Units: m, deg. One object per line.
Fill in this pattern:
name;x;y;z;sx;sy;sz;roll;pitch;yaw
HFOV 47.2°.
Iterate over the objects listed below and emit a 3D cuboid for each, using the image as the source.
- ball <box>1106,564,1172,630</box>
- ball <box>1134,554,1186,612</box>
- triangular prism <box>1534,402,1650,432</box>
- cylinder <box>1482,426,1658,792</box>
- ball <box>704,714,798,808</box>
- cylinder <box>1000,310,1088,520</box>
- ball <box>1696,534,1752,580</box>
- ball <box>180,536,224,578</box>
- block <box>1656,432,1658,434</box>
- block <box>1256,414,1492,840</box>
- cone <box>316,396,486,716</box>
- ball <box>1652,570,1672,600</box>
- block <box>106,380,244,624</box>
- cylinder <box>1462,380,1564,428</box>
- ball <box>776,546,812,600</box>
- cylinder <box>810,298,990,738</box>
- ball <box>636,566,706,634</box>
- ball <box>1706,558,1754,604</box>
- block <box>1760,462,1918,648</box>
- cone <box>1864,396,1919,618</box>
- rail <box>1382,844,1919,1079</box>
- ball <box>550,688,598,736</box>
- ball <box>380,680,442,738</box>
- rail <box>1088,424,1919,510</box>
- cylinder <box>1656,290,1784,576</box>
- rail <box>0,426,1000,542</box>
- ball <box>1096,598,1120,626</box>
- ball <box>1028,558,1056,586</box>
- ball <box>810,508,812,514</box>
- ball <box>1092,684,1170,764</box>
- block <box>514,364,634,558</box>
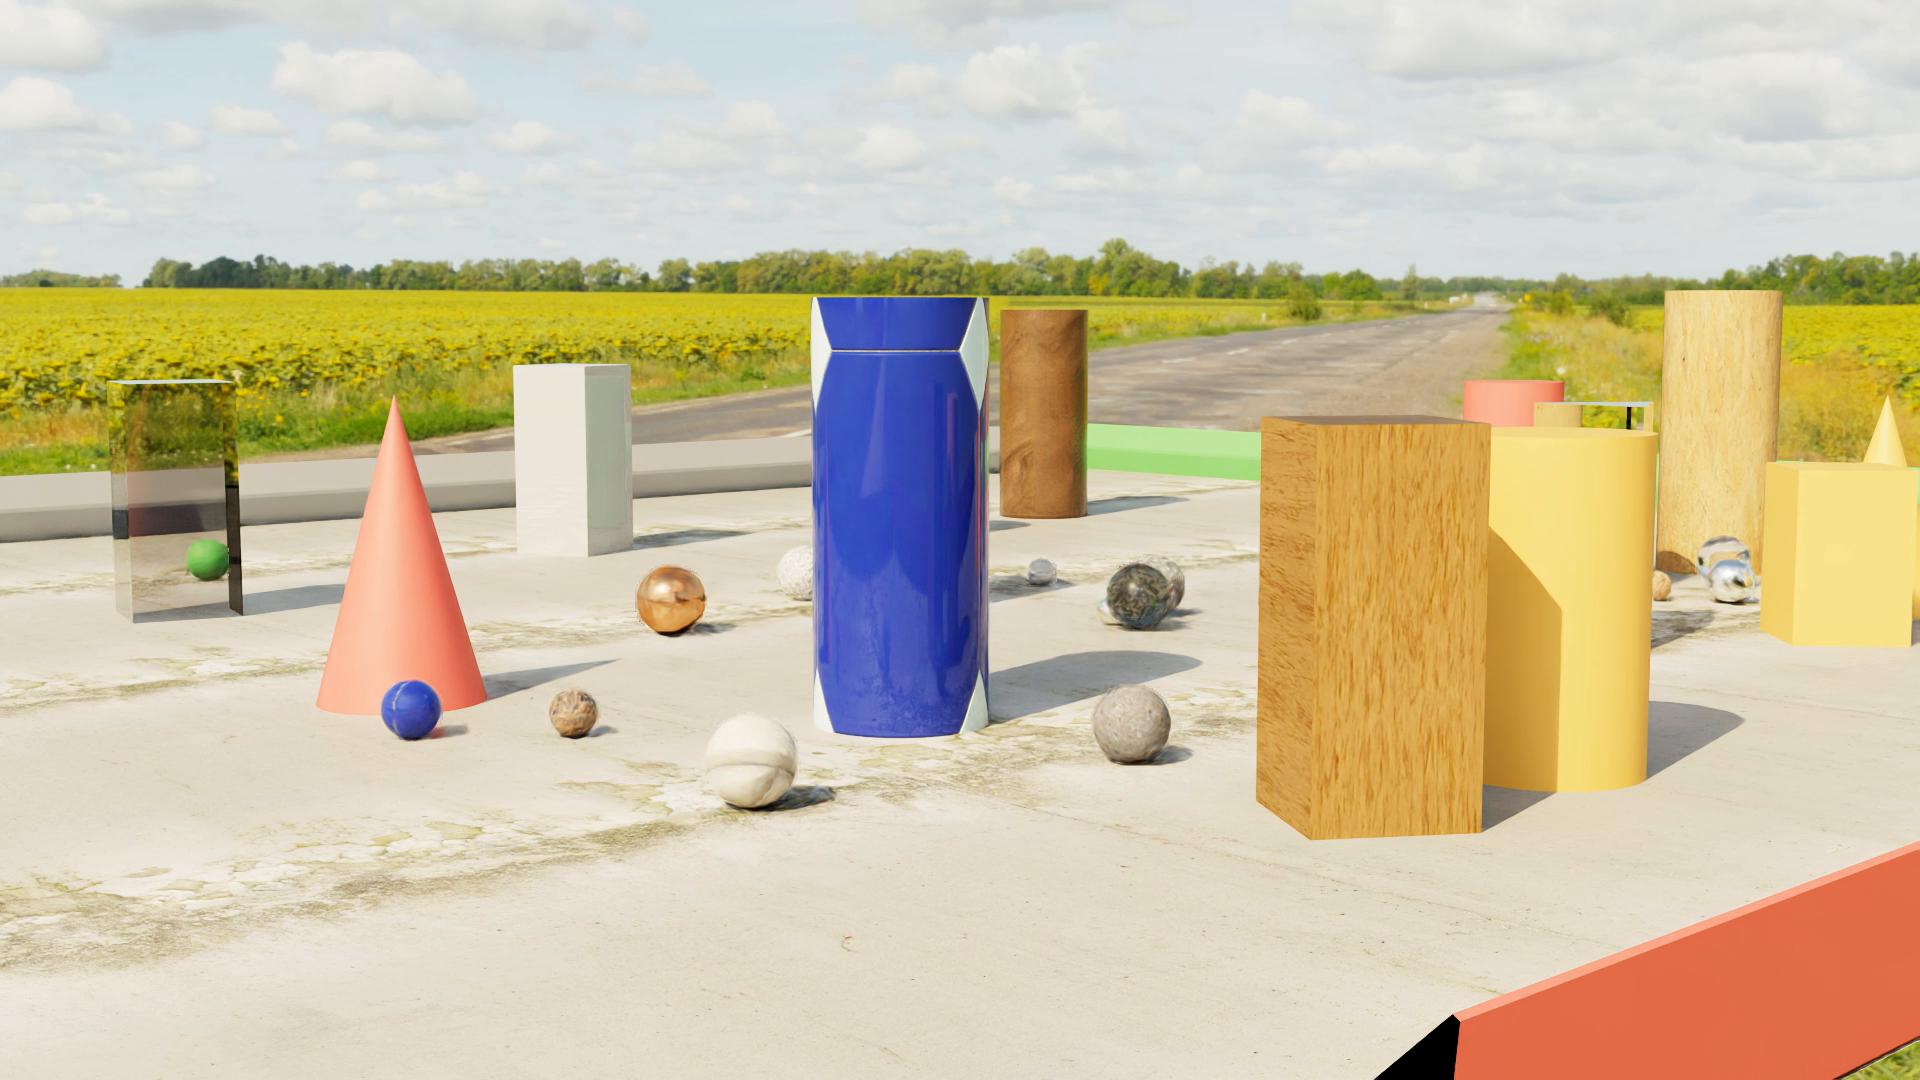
ball;0.247;0.078;3.040;0.091;0.091;0.091;0;6;0
ball;0.282;0.066;3.187;0.089;0.089;0.089;0;6;0
triangular prism;0.866;-0.021;2.909;0.142;0.320;0.164;-5;8;-39
cylinder;0.564;0.060;2.106;0.189;0.327;0.189;0;6;0
ball;-0.186;0.198;1.963;0.084;0.084;0.084;0;6;0
cylinder;0.179;-0.273;4.716;0.189;0.441;0.189;0;6;0
ball;1.222;0.033;3.517;0.084;0.084;0.084;0;6;0
ball;-1.255;0.027;3.642;0.069;0.069;0.069;0;6;0
block;0.995;-0.049;3.500;0.152;0.251;0.152;-2;6;-19
block;0.356;0.070;1.913;0.152;0.348;0.152;-1;6;-10
cone;-0.634;0.009;2.484;0.189;0.348;0.189;0;6;0
ball;1.061;0.070;3.353;0.045;0.045;0.045;0;6;0
block;-1.141;-0.061;3.195;0.152;0.338;0.152;-3;7;-29
cylinder;1.075;-0.158;4.285;0.189;0.302;0.189;0;6;0
ball;-0.238;0.051;3.353;0.083;0.083;0.083;0;6;0
cylinder;-0.063;-0.030;2.350;0.189;0.455;0.189;0;6;0
ball;-0.394;0.082;3.004;0.095;0.095;0.095;0;6;0
ball;1.164;0.061;3.322;0.069;0.069;0.069;0;6;0
block;1.181;0.017;2.963;0.152;0.233;0.152;0;6;5
cone;1.357;-0.055;3.233;0.189;0.318;0.189;0;6;0
rail;1.254;0.175;1.980;4.311;0.123;0.045;-6;8;-42
ball;-0.402;0.180;2.290;0.050;0.050;0.050;0;6;0
ball;-0.569;0.175;2.280;0.062;0.062;0.062;0;6;0
rail;1.567;-0.120;4.770;0.045;0.123;3.746;-6;8;-42
cylinder;1.287;-0.185;3.731;0.189;0.473;0.189;0;6;0
rail;-1.254;-0.111;4.684;4.311;0.123;0.045;-6;8;-42
ball;0.213;0.100;3.092;0.041;0.041;0.041;0;6;0
ball;0.130;0.052;3.523;0.045;0.045;0.045;0;6;0
ball;-0.264;-0.059;4.433;0.074;0.074;0.074;0;6;0
ball;0.168;0.180;2.157;0.077;0.077;0.077;0;6;0
block;-0.706;-0.149;4.023;0.152;0.341;0.152;3;7;24
